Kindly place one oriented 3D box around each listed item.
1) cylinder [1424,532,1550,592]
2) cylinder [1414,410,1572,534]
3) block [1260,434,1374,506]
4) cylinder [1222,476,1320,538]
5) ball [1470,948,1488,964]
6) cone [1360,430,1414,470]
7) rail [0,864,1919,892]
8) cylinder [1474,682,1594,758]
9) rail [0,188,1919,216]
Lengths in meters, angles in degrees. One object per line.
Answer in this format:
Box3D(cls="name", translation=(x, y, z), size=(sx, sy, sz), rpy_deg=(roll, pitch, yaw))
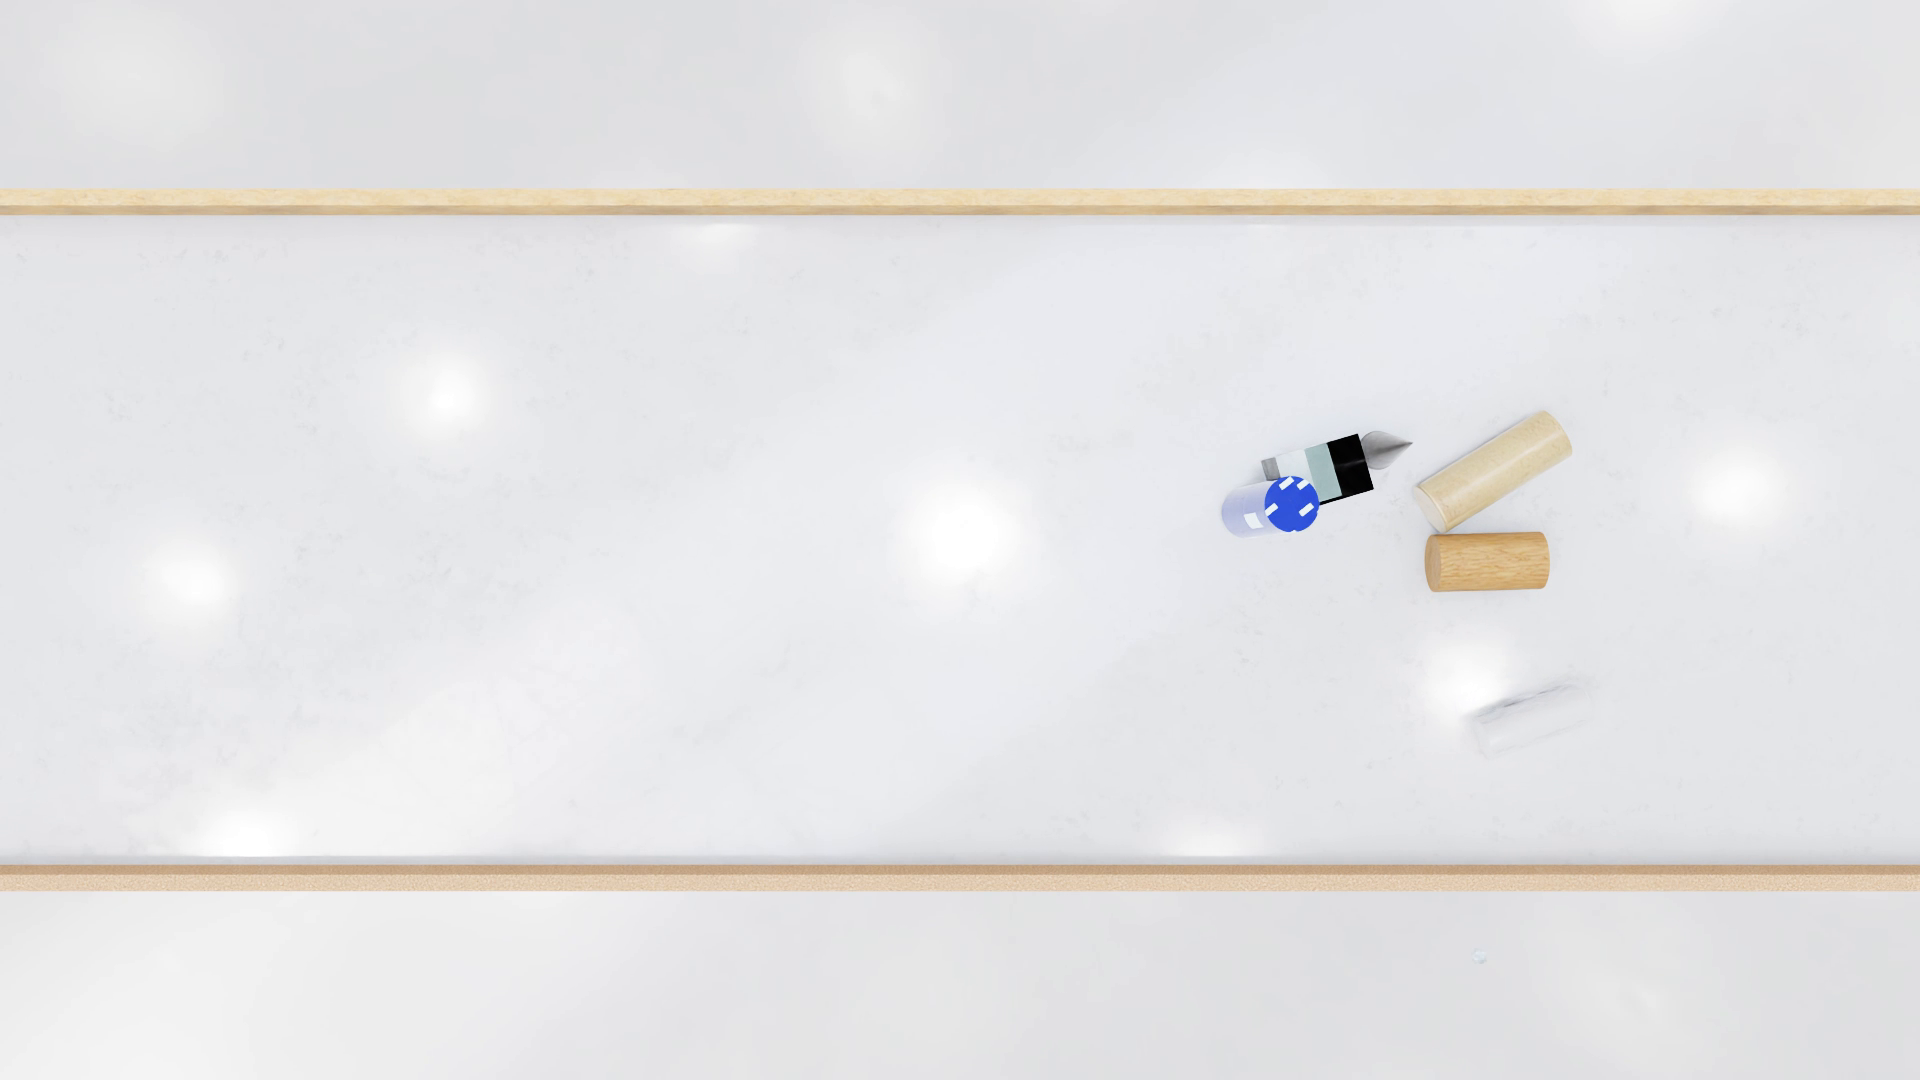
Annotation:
Box3D(cls="cylinder", translation=(1.592, 0.066, 4.989), size=(0.324, 0.175, 0.175), rpy_deg=(-2, 90, 0))
Box3D(cls="cylinder", translation=(1.612, -0.206, 4.994), size=(0.446, 0.166, 0.166), rpy_deg=(-31, 90, 0))
Box3D(cls="block", translation=(1.049, -0.193, 4.868), size=(0.167, 0.400, 0.167), rpy_deg=(-16, 90, -7))
Box3D(cls="cylinder", translation=(0.908, -0.092, 4.854), size=(0.160, 0.427, 0.160), rpy_deg=(0, 88, -7))
Box3D(cls="ball", translation=(8.806, 7.064, 27.992), size=(0.266, 0.266, 0.266), rpy_deg=(0, 90, 0))
Box3D(cls="cone", translation=(1.285, -0.276, 4.872), size=(0.121, 0.409, 0.121), rpy_deg=(0, 90, 0))
Box3D(cls="rail", translation=(-2.247, 1.025, 5.001), size=(12.000, 0.150, 0.050), rpy_deg=(0, 90, 0))
Box3D(cls="cylinder", translation=(1.742, 0.547, 5.012), size=(0.326, 0.130, 0.130), rpy_deg=(-20, 90, 0))
Box3D(cls="rail", translation=(-2.247, -1.025, 5.002), size=(12.000, 0.150, 0.050), rpy_deg=(0, 90, 0))
